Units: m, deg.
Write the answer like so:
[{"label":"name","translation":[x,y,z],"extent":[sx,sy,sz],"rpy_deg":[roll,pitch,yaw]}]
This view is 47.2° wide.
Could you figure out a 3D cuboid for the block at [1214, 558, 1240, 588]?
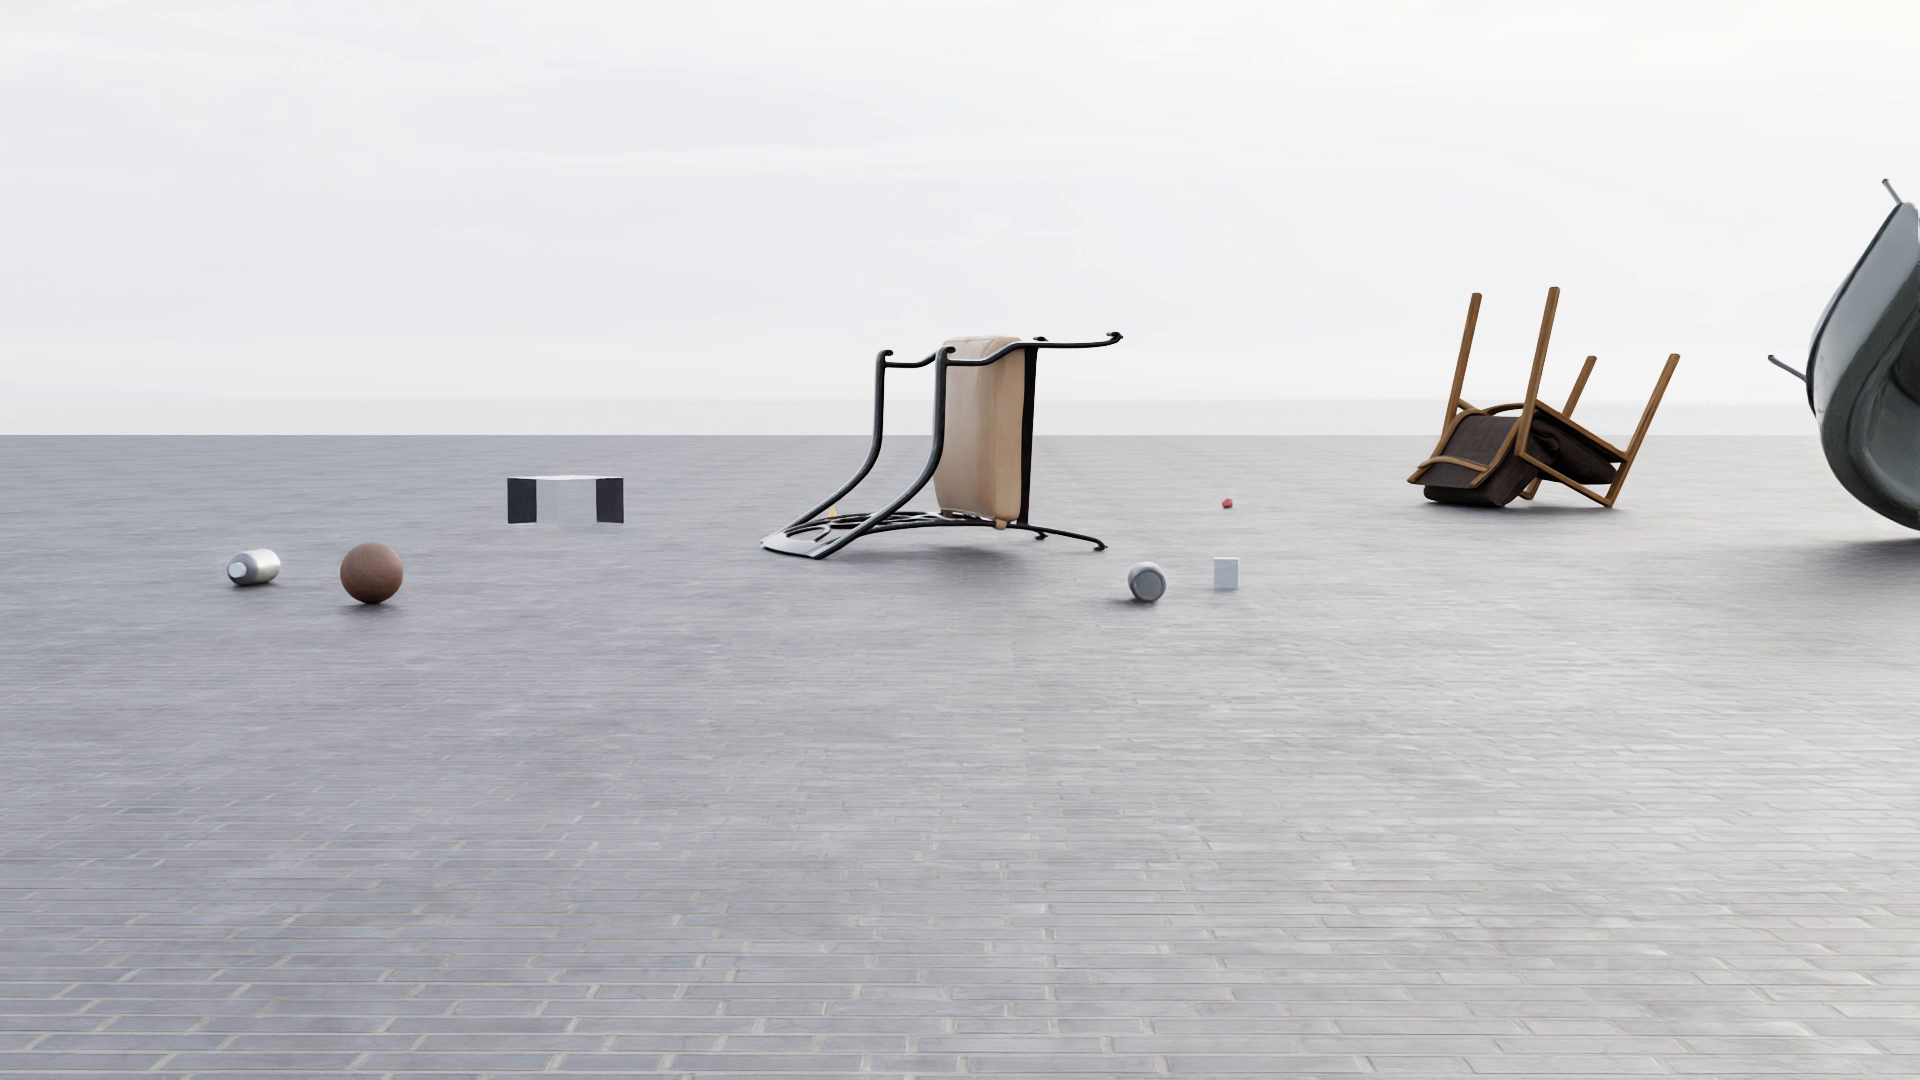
[{"label":"block","translation":[0.604,0.074,4.984],"extent":[0.054,0.066,0.047],"rpy_deg":[1,4,10]}]

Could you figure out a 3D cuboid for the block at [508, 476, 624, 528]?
[{"label":"block","translation":[-1.316,-0.132,7.337],"extent":[0.271,0.154,0.272],"rpy_deg":[4,5,42]}]

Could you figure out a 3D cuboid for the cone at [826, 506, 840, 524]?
[{"label":"cone","translation":[-0.426,-0.086,7.345],"extent":[0.051,0.062,0.057],"rpy_deg":[1,4,15]}]
